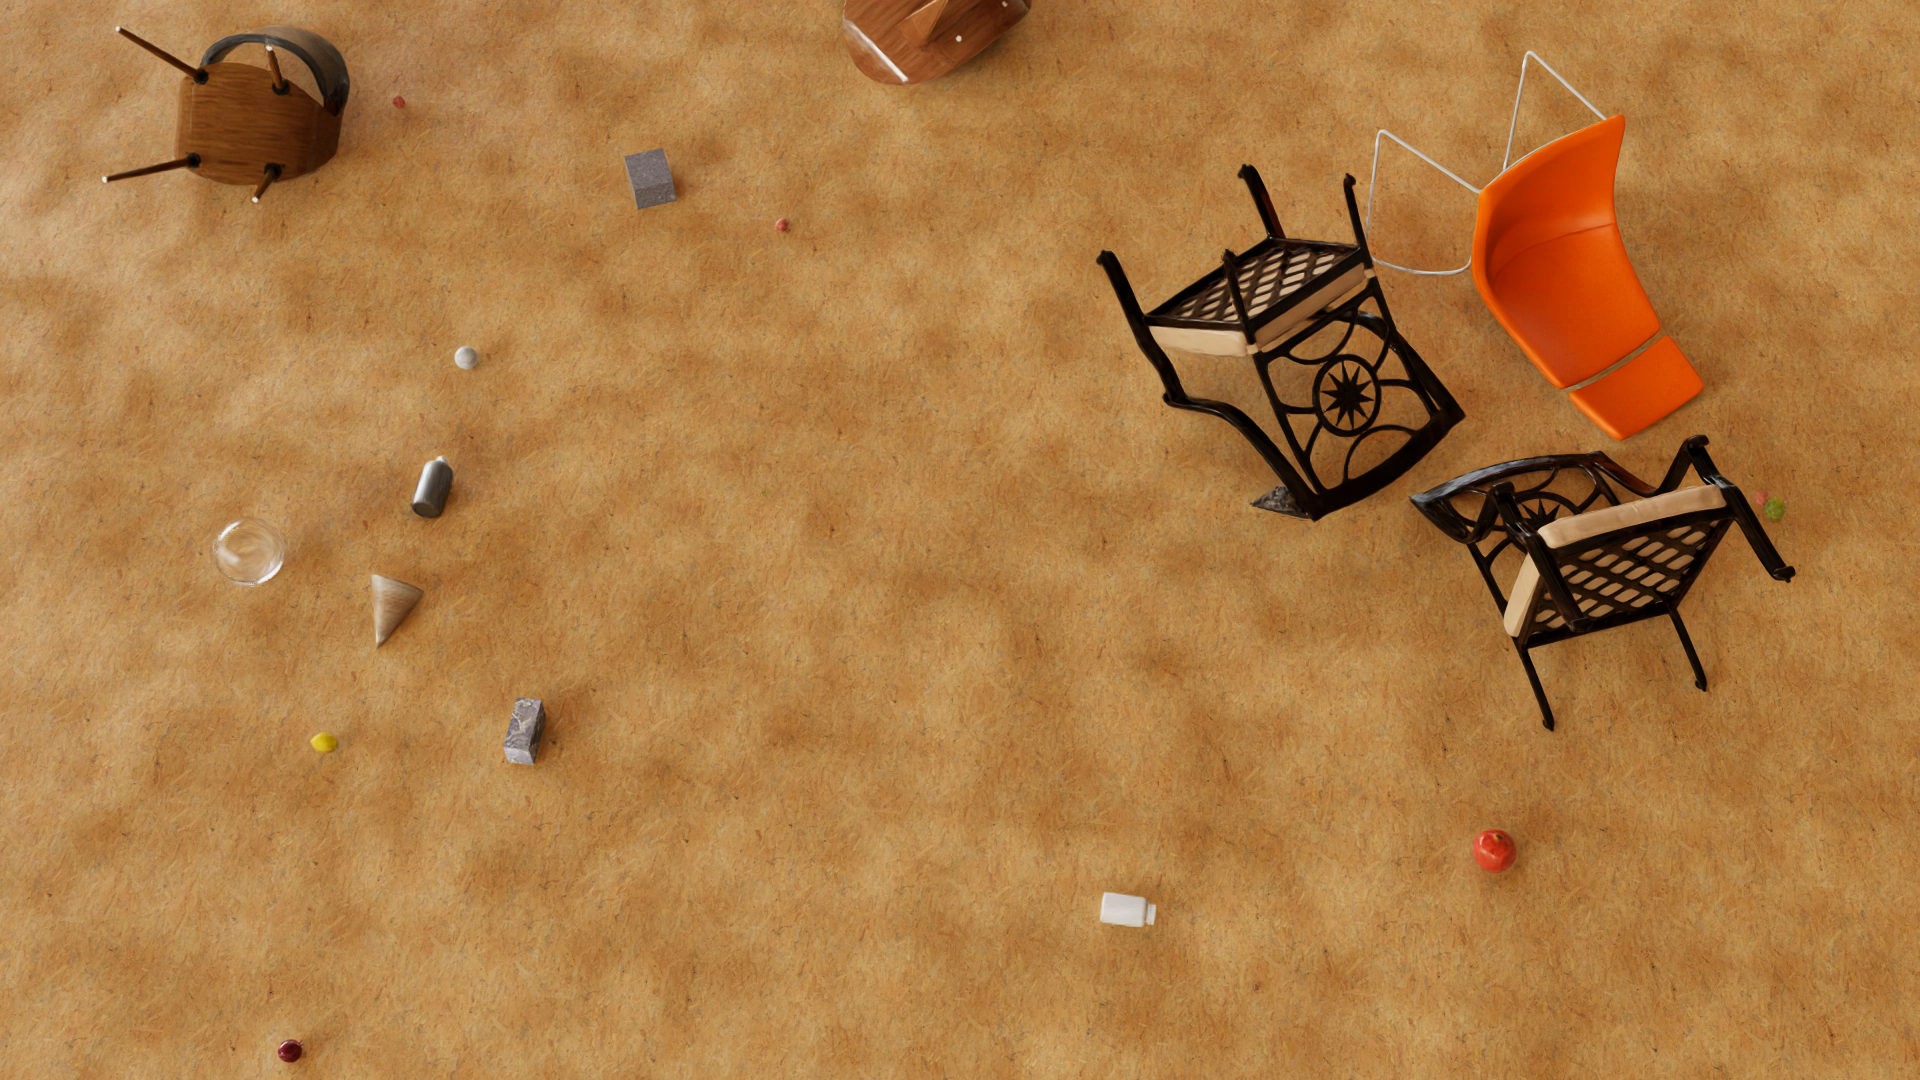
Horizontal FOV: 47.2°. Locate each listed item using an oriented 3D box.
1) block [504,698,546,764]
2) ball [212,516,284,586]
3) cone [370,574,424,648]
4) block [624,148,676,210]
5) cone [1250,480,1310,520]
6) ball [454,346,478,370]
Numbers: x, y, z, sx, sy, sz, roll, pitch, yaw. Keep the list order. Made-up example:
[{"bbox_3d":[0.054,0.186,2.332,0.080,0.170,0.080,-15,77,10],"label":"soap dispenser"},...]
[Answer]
[{"bbox_3d":[-1.219,0.535,6.161,0.071,0.090,0.159,6,56,4],"label":"block"},{"bbox_3d":[-2.080,0.032,6.431,0.202,0.202,0.202,0,56,0],"label":"ball"},{"bbox_3d":[-1.664,0.221,6.384,0.161,0.130,0.201,22,75,-31],"label":"cone"},{"bbox_3d":[-1.032,-1.203,7.325,0.131,0.094,0.158,-15,57,-10],"label":"block"},{"bbox_3d":[0.961,-0.131,6.540,0.185,0.178,0.097,14,90,13],"label":"cone"},{"bbox_3d":[-1.551,-0.573,6.914,0.074,0.074,0.074,0,56,0],"label":"ball"}]
